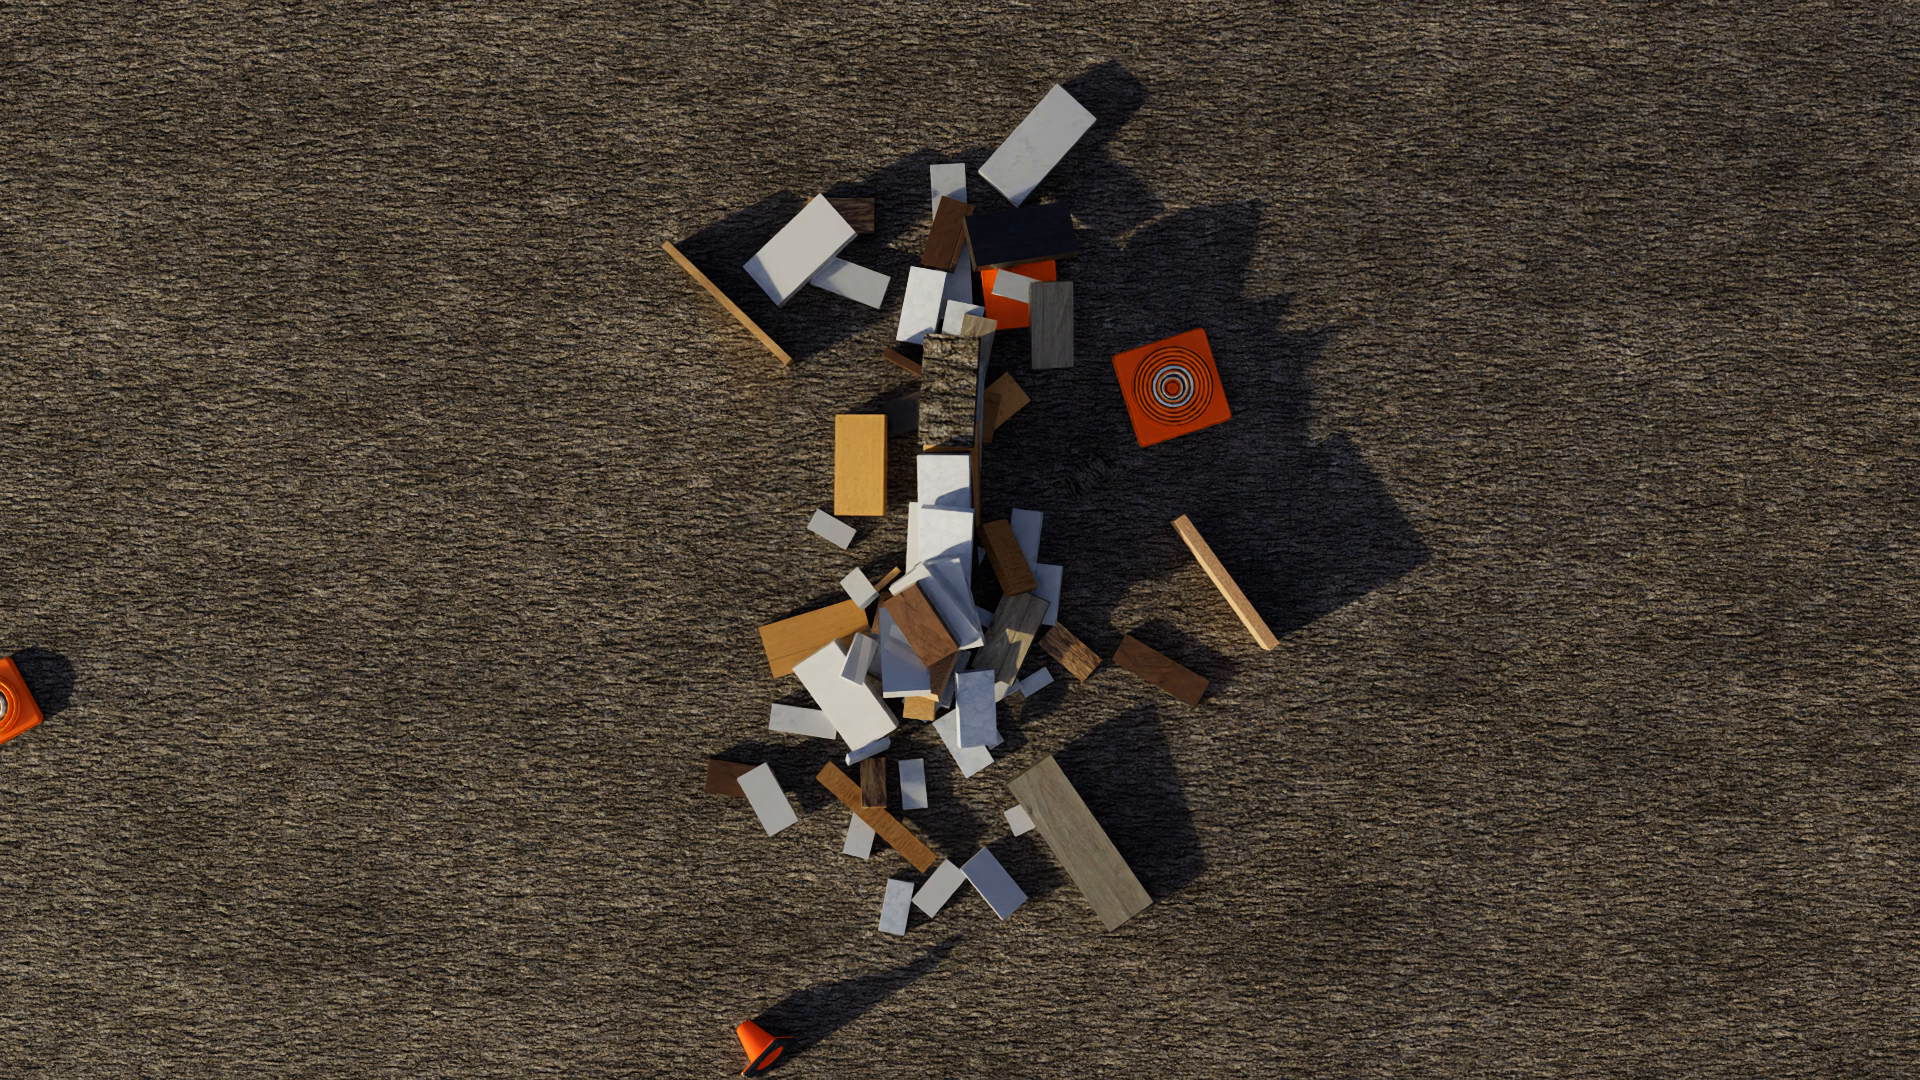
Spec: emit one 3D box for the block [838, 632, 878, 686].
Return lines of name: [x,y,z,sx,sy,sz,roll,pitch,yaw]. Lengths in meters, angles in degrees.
block: [-0.329,0.388,5.364,0.079,0.022,0.158,28,69,-19]

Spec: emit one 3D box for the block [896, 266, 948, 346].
block: [-0.124,-0.772,5.462,0.124,0.035,0.247,12,94,13]

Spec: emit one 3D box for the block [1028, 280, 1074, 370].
block: [0.300,-0.709,5.433,0.141,0.040,0.282,-4,105,-9]

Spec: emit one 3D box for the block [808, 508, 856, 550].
block: [-0.426,-0.036,5.489,0.148,0.021,0.074,30,90,0]

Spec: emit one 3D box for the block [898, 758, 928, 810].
block: [-0.156,0.811,5.488,0.082,0.023,0.164,-6,90,0]

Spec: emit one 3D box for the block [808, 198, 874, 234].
block: [-0.395,-1.078,5.484,0.221,0.031,0.111,0,90,0]

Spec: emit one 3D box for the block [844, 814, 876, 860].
block: [-0.325,0.965,5.488,0.088,0.025,0.176,15,90,0]

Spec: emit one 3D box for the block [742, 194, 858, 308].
block: [-0.527,-0.956,5.447,0.353,0.050,0.176,-42,85,7]

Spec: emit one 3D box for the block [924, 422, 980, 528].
block: [-0.026,-0.212,5.409,0.178,0.050,0.356,2,108,8]

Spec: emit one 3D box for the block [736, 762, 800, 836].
block: [-0.634,0.856,5.453,0.110,0.031,0.220,-29,90,0]

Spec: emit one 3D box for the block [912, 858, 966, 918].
block: [-0.069,1.157,5.487,0.091,0.026,0.182,40,90,0]

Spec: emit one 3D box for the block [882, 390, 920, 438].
block: [-0.128,-0.434,5.464,0.230,0.033,0.115,-20,90,10]

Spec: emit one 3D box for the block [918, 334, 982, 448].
block: [-0.034,-0.479,5.300,0.178,0.050,0.356,4,94,8]

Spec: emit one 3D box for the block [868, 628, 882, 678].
block: [-0.248,0.397,5.450,0.108,0.031,0.217,1,107,-5]

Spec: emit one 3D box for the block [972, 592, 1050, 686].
block: [0.168,0.313,5.454,0.151,0.043,0.301,25,94,12]

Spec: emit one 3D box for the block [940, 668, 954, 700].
block: [-0.074,0.417,5.422,0.100,0.028,0.201,14,83,13]

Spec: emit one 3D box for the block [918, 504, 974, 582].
block: [-0.046,0.057,5.270,0.166,0.047,0.332,5,109,7]

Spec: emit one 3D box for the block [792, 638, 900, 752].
block: [-0.374,0.512,5.420,0.176,0.050,0.352,-33,97,16]

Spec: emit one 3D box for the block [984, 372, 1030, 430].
block: [0.100,-0.433,5.482,0.248,0.035,0.124,-39,90,0]

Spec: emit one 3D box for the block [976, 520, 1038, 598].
block: [0.153,0.059,5.404,0.036,0.126,0.252,-34,76,41]

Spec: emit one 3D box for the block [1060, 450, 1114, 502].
block: [0.420,-0.213,5.488,0.164,0.023,0.082,-41,90,0]

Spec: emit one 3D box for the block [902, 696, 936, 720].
block: [-0.123,0.485,5.390,0.100,0.028,0.201,5,81,11]

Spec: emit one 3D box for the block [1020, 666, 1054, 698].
block: [0.251,0.473,5.492,0.111,0.016,0.055,-31,90,0]

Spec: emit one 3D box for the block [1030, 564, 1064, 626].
block: [0.280,0.180,5.471,0.099,0.028,0.198,7,89,16]

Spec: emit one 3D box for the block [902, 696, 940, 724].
block: [-0.082,0.492,5.485,0.108,0.031,0.217,43,90,0]

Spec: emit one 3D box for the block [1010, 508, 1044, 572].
block: [0.212,0.001,5.471,0.100,0.028,0.201,8,90,18]

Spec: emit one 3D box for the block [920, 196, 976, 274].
block: [-0.040,-1.008,5.451,0.115,0.033,0.230,18,90,0]

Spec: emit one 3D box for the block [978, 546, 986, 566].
block: [0.045,0.069,5.493,0.051,0.015,0.103,25,90,0]

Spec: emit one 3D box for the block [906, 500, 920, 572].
block: [-0.085,0.048,5.373,0.172,0.049,0.344,5,102,8]

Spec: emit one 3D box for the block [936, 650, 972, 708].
block: [-0.047,0.445,5.442,0.100,0.028,0.201,21,84,14]

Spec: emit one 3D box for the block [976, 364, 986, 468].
block: [-0.016,-0.403,5.399,0.178,0.050,0.356,5,109,7]

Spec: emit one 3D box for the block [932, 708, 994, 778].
block: [0.011,0.670,5.485,0.108,0.031,0.217,-32,90,0]

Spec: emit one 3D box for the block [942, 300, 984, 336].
block: [-0.003,-0.662,5.461,0.124,0.035,0.248,11,99,-2]

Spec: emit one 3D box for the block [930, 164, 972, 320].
block: [-0.027,-0.990,5.484,0.115,0.033,0.513,-3,90,0]

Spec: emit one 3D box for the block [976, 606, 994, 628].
block: [0.061,0.248,5.482,0.103,0.015,0.051,25,99,-7]
